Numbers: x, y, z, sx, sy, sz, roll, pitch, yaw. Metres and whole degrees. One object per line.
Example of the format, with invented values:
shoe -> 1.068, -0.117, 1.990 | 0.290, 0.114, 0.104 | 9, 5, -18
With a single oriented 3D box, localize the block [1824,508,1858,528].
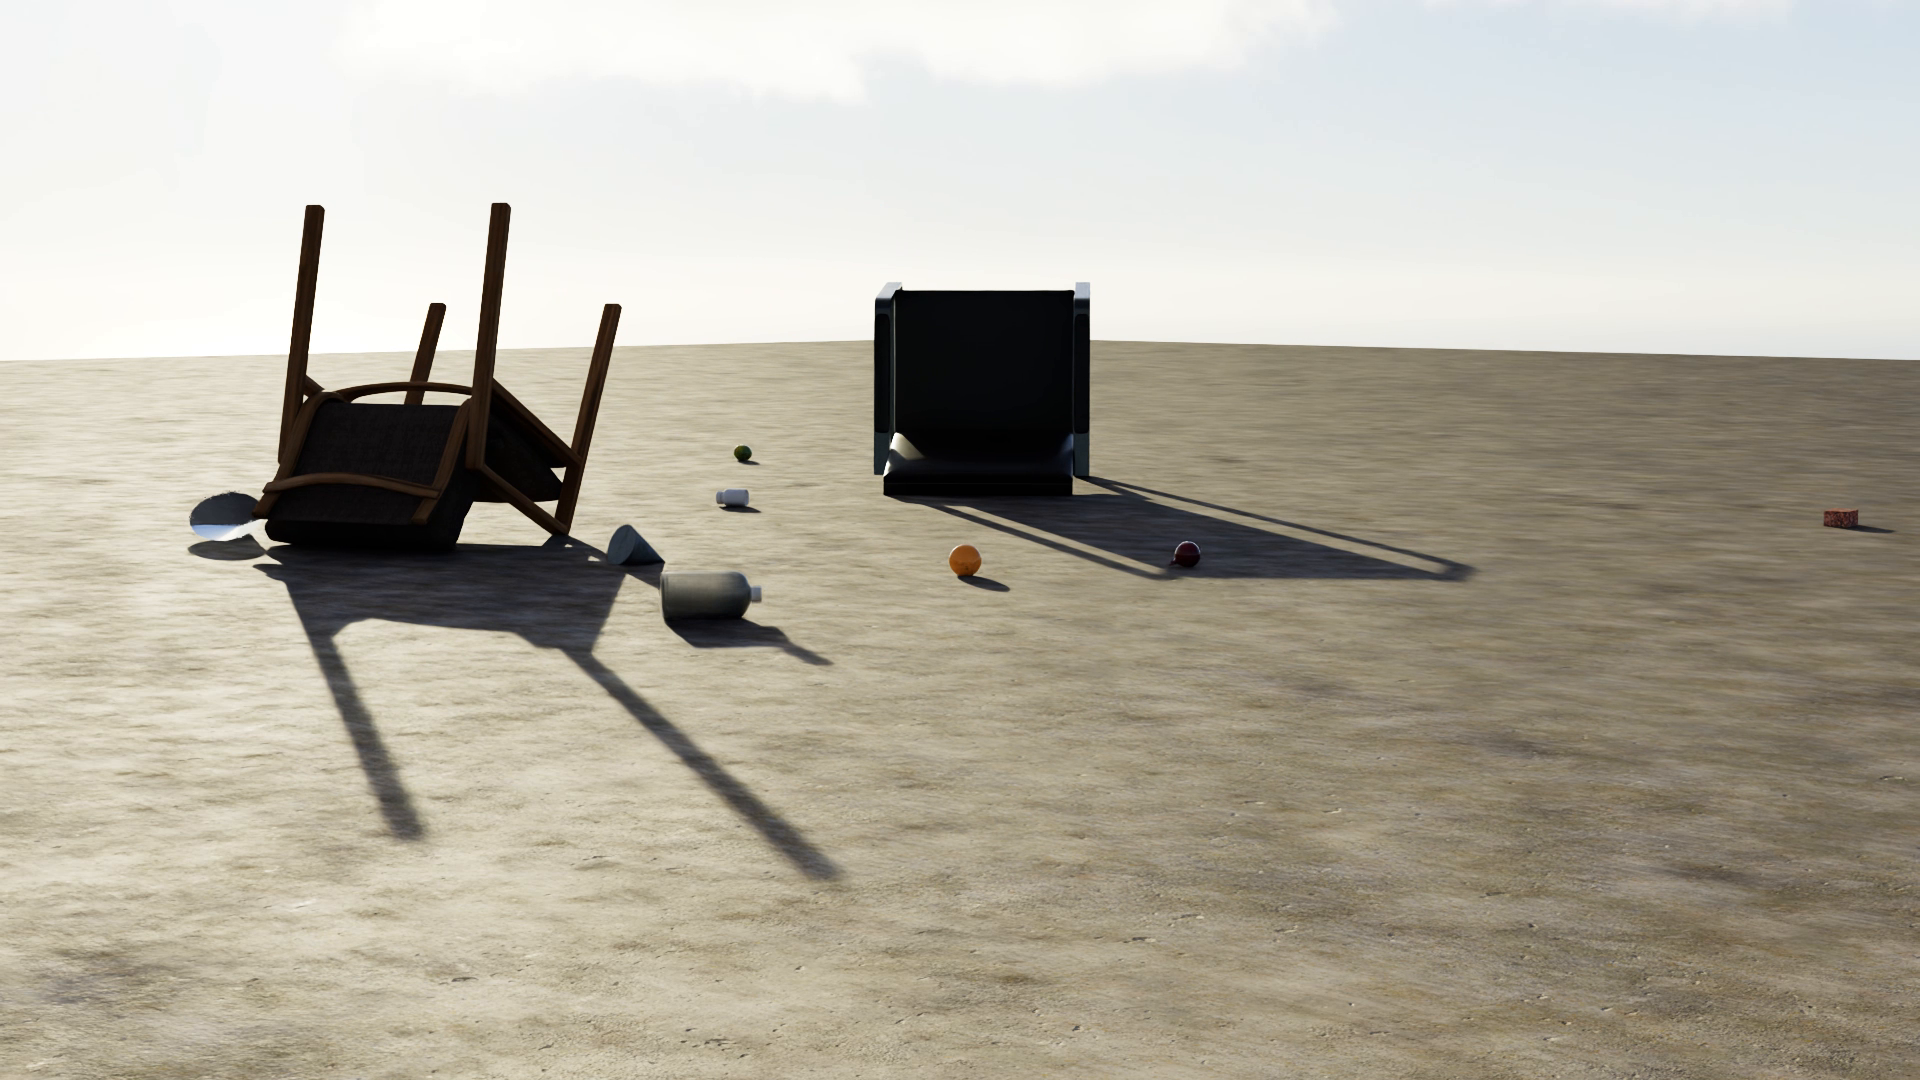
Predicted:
block -> 2.331, -0.059, 6.787 | 0.064, 0.040, 0.085 | 4, 7, 36

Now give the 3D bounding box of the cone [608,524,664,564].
cone -> -0.727, 0.030, 5.897 | 0.115, 0.098, 0.171 | 23, -5, -26

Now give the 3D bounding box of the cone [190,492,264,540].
cone -> -1.831, -0.040, 6.508 | 0.187, 0.120, 0.204 | -8, -11, -1
